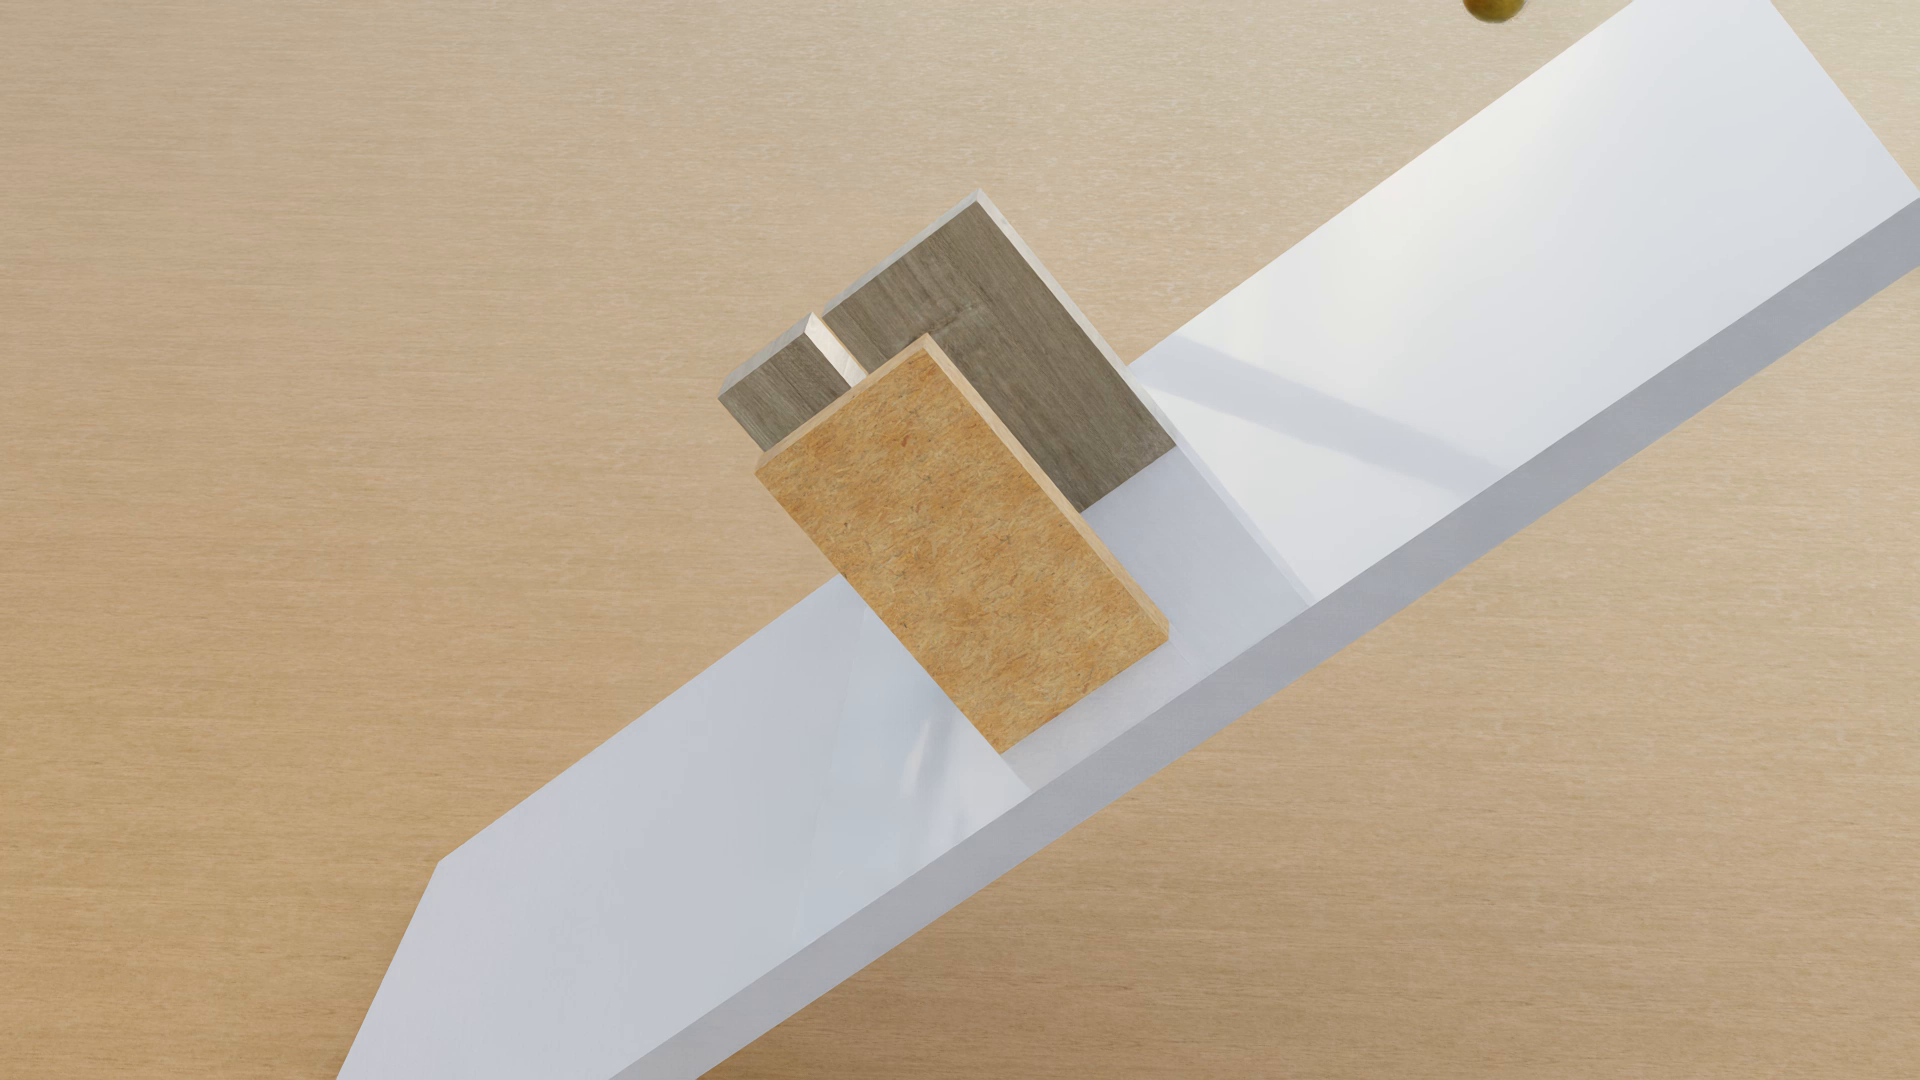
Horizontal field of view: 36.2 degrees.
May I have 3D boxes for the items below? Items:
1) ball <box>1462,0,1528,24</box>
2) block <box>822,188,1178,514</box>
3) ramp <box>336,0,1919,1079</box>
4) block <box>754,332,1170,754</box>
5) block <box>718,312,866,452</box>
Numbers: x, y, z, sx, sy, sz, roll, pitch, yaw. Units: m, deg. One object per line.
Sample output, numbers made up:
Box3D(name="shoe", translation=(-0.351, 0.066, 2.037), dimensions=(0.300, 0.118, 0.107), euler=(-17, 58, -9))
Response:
Box3D(name="ball", translation=(1.058, -1.089, 5.818), dimensions=(0.135, 0.135, 0.135), euler=(0, 23, 0))
Box3D(name="block", translation=(0.090, -0.362, 6.415), dimensions=(0.431, 0.698, 0.098), euler=(-35, 16, 18))
Box3D(name="ramp", translation=(0.123, 0.184, 6.336), dimensions=(4.000, 0.100, 2.000), euler=(-35, 16, 18))
Box3D(name="block", translation=(0.008, 0.015, 5.514), dimensions=(0.407, 0.731, 0.083), euler=(-35, 16, 18))
Box3D(name="block", translation=(-0.271, -0.216, 7.031), dimensions=(0.270, 0.606, 0.149), euler=(-35, 16, 18))
